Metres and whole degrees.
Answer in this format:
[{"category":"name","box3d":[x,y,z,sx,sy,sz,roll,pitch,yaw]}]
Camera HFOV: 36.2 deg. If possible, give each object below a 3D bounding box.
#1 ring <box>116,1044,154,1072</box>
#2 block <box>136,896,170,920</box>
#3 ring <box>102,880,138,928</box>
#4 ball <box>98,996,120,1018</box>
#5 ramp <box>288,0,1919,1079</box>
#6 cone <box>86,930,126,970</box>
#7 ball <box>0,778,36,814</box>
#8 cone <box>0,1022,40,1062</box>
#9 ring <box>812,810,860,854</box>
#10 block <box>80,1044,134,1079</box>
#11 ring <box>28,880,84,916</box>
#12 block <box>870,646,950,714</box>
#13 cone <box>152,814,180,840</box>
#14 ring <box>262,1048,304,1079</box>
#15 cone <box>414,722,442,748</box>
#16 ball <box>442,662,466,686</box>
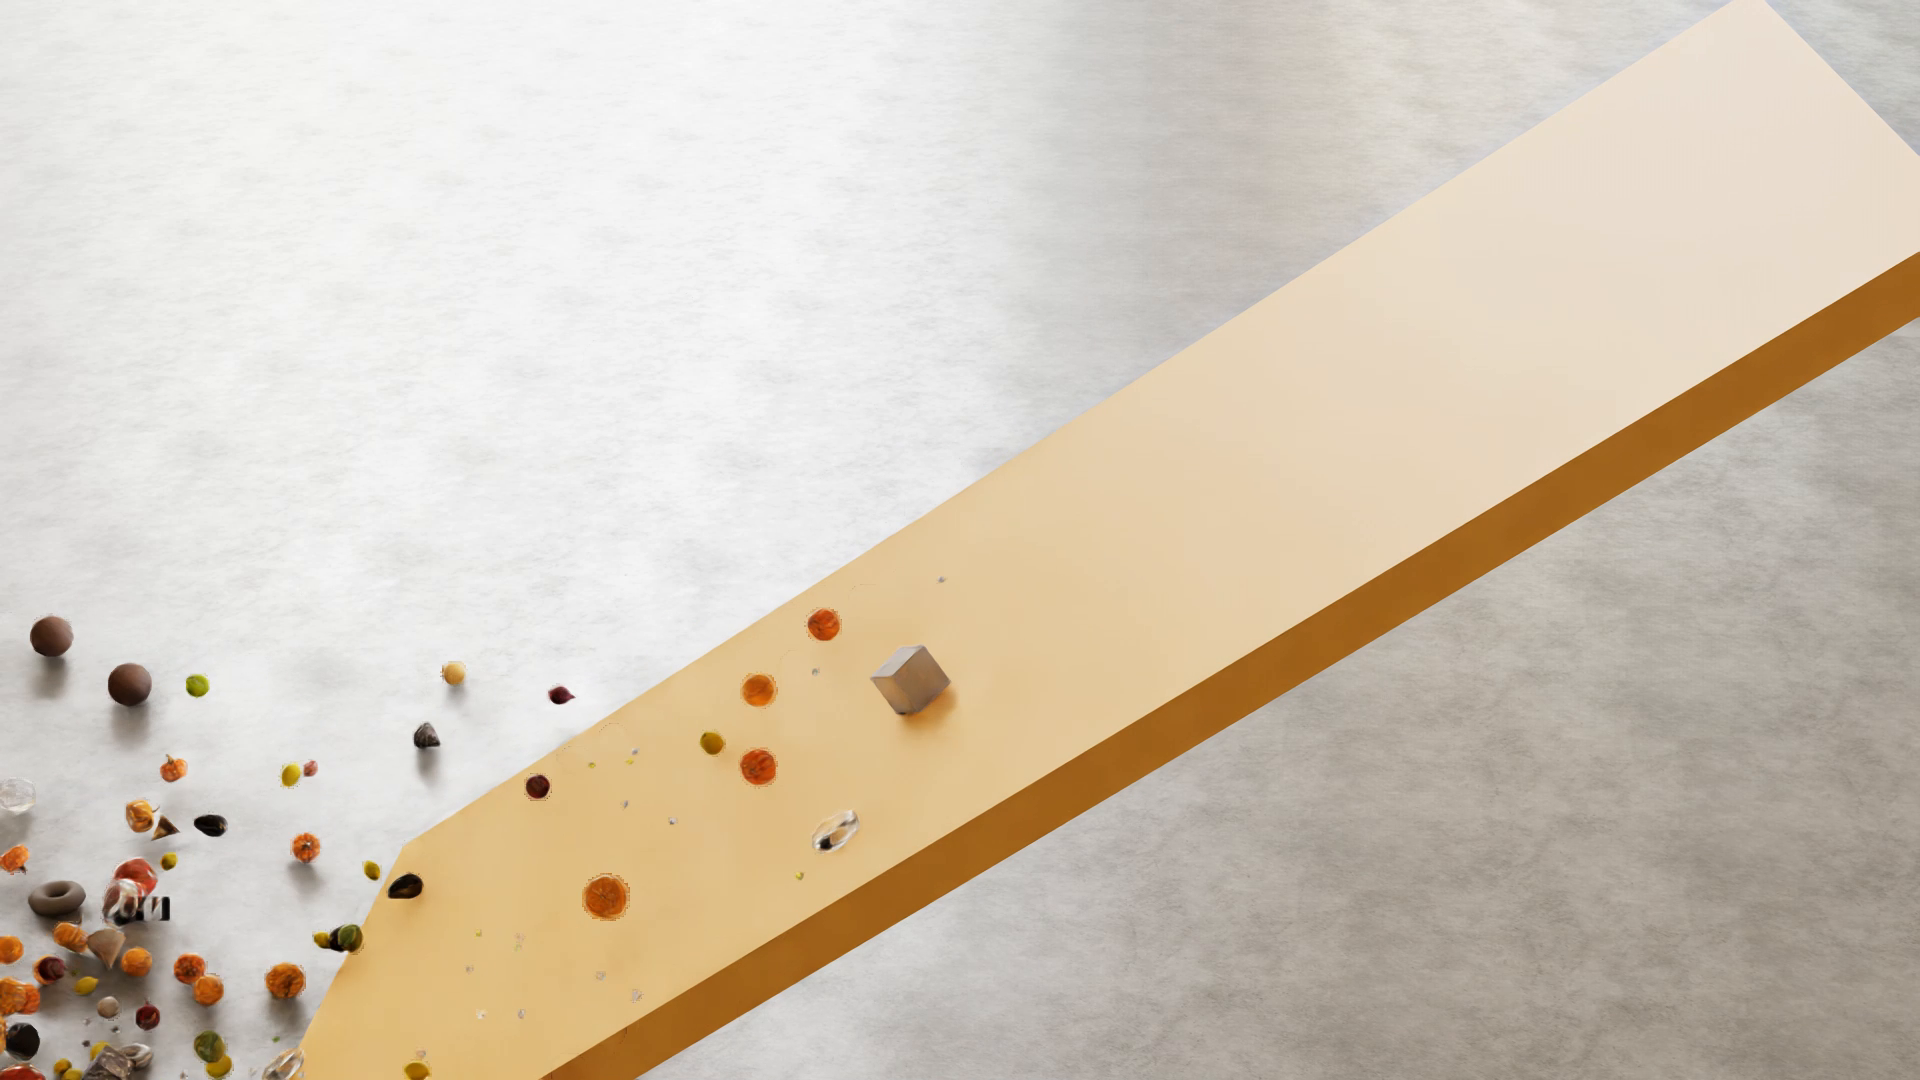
[{"category":"ring","box3d":[-1.936,1.210,6.875,0.098,0.033,0.098,0,20,0]},{"category":"block","box3d":[-2.051,0.936,7.475,0.058,0.058,0.058,-3,-5,32]},{"category":"ring","box3d":[-2.108,0.914,7.385,0.042,0.126,0.126,24,1,-42]},{"category":"ball","box3d":[-2.037,1.119,7.037,0.052,0.052,0.052,0,21,0]},{"category":"ramp","box3d":[0.136,0.174,6.305,4.000,0.100,2.000,-32,16,15]},{"category":"cone","box3d":[-2.117,1.033,7.309,0.094,0.094,0.094,-7,48,-17]},{"category":"ball","box3d":[-2.590,0.703,8.083,0.100,0.100,0.100,0,21,0]},{"category":"cone","box3d":[-2.210,1.171,6.845,0.093,0.093,0.093,7,-3,19]},{"category":"ring","box3d":[-0.241,0.566,5.707,0.108,0.036,0.108,-32,16,11]},{"category":"block","box3d":[-1.955,1.223,6.735,0.078,0.078,0.078,38,17,-12]},{"category":"ring","box3d":[-2.331,0.924,7.590,0.142,0.047,0.142,-1,22,0]},{"category":"block","box3d":[-0.103,0.290,6.103,0.099,0.099,0.099,-44,17,-26]},{"category":"cone","box3d":[-2.155,0.788,7.931,0.070,0.070,0.070,-45,40,-18]},{"category":"ring","box3d":[-1.533,1.195,6.662,0.112,0.037,0.112,-34,14,10]},{"category":"cone","box3d":[-1.514,0.576,8.452,0.079,0.079,0.079,22,30,32]},{"category":"ball","box3d":[-1.530,0.404,8.894,0.068,0.068,0.068,0,21,0]}]
